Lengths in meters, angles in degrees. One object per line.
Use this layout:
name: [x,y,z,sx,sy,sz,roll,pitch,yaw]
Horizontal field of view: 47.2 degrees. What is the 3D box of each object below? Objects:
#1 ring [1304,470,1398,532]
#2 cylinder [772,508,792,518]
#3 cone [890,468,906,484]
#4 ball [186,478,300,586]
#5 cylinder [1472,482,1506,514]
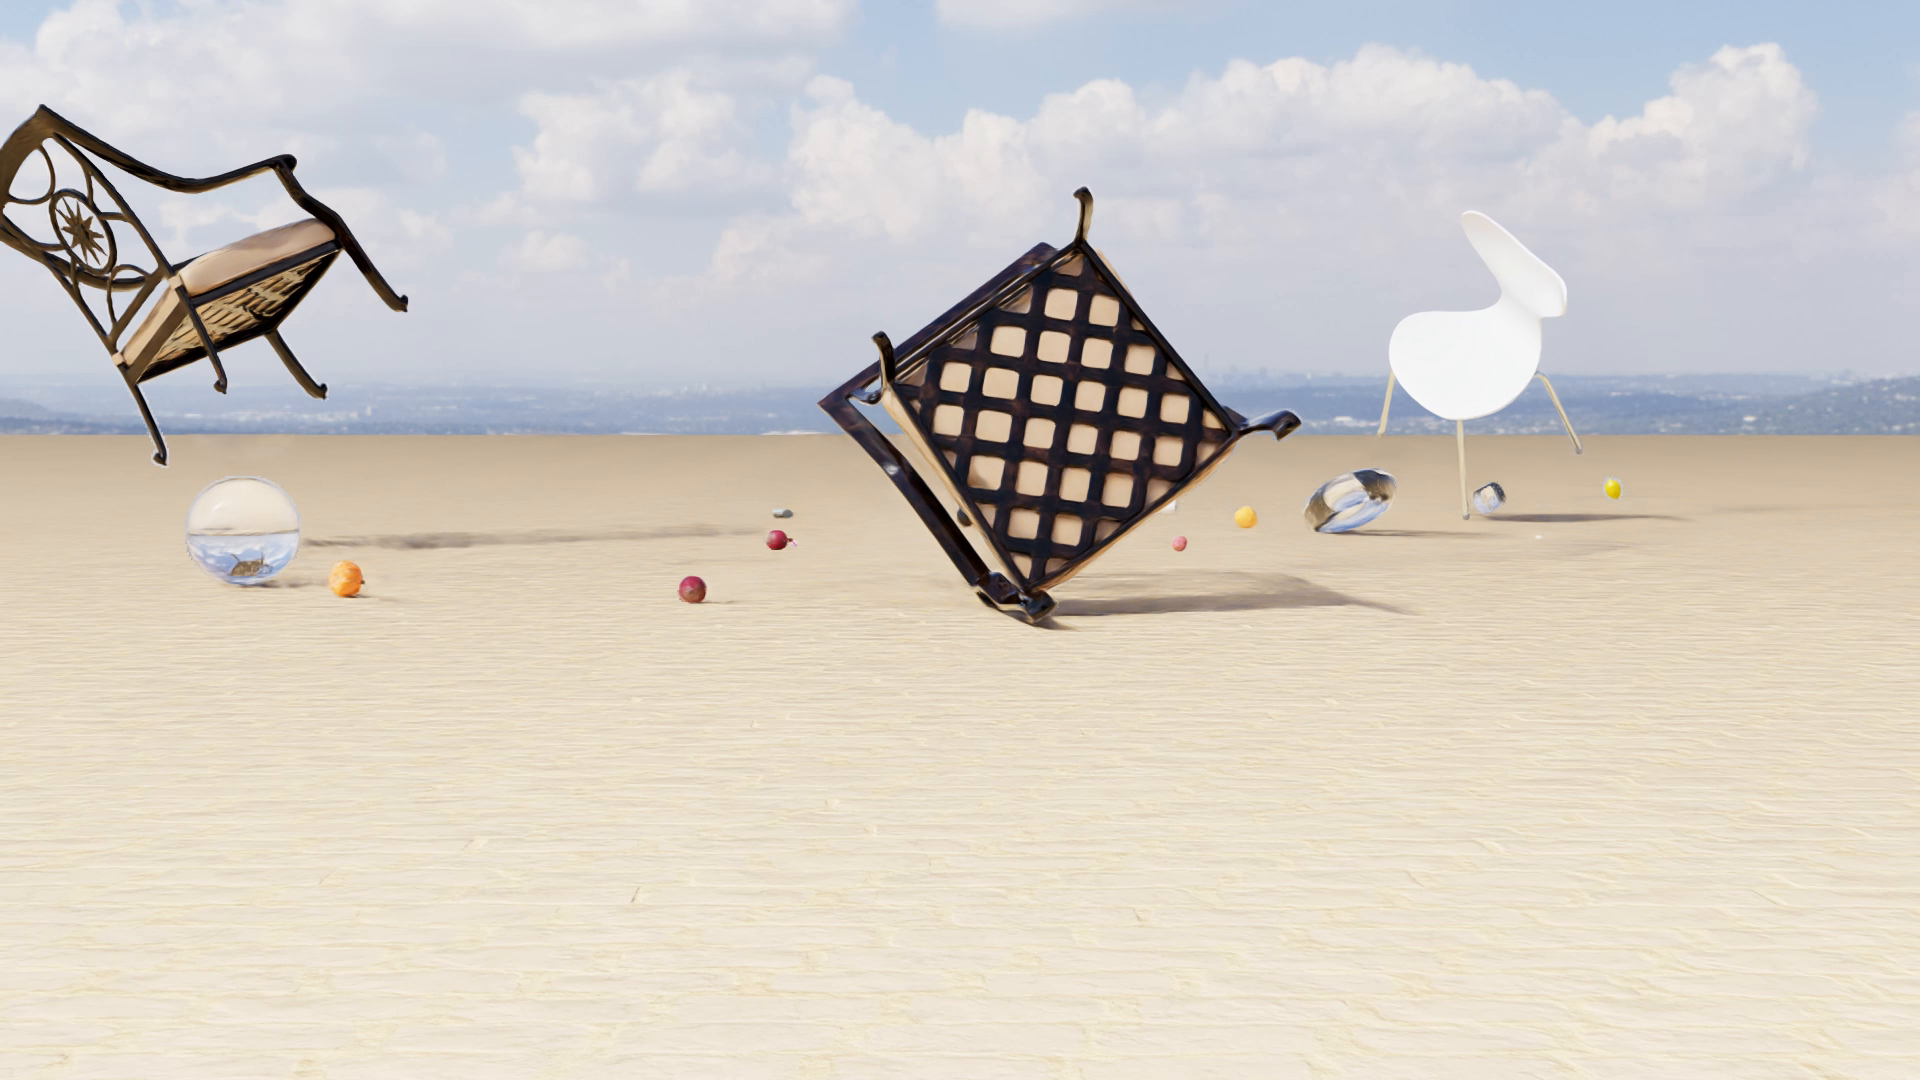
ring: [1.211,-0.119,6.827,0.299,0.101,0.381,-15,-18,-6]
cylinder: [-0.616,-0.091,7.642,0.047,0.031,0.056,3,-5,35]
cone: [-0.184,-0.176,6.333,0.046,0.046,0.045,2,-30,29]
ball: [-1.637,-0.020,5.028,0.248,0.248,0.248,0,4,0]
cylinder: [1.901,-0.150,7.899,0.077,0.094,0.084,-25,10,-27]
